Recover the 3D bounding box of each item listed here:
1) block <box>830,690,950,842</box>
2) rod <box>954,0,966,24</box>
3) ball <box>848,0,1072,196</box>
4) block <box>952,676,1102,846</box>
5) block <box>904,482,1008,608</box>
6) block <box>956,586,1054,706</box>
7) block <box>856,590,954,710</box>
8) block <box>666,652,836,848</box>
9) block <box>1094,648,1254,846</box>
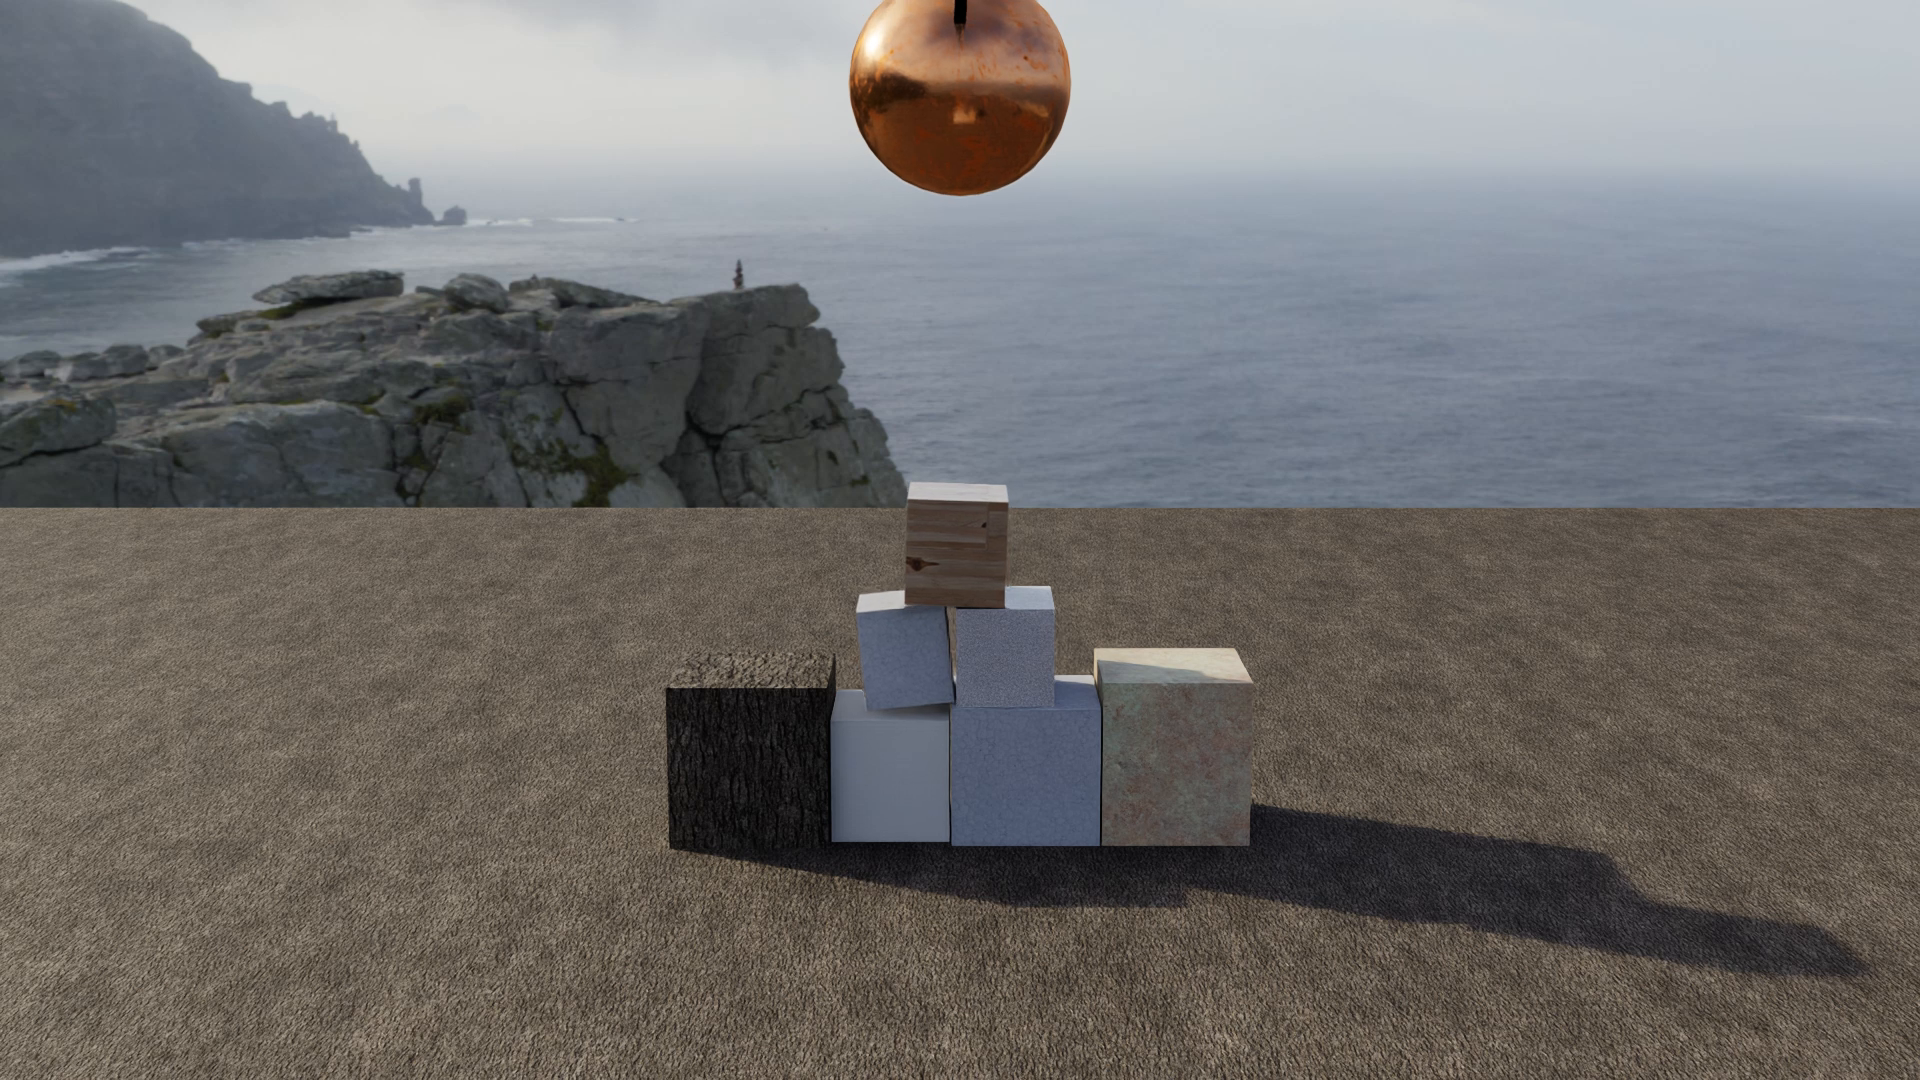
[{"bbox_3d":[-0.352,1.162,11.408,0.598,0.632,0.639,0,10,0],"label":"block"},{"bbox_3d":[0.000,-4.512,12.608,0.080,0.080,5.200,0,-21,0],"label":"rod"},{"bbox_3d":[0.000,-3.272,15.774,1.600,1.600,1.600,0,10,0],"label":"ball"},{"bbox_3d":[0.330,1.130,11.377,0.748,0.707,0.724,0,10,0],"label":"block"},{"bbox_3d":[-0.018,0.019,11.172,0.497,0.534,0.577,2,10,0],"label":"block"},{"bbox_3d":[0.227,0.538,11.258,0.490,0.499,0.576,0,10,0],"label":"block"},{"bbox_3d":[-0.275,0.552,11.282,0.444,0.510,0.445,-6,10,1],"label":"block"},{"bbox_3d":[-1.060,1.071,11.357,0.799,0.829,0.785,0,10,0],"label":"block"},{"bbox_3d":[1.087,1.059,11.390,0.746,0.842,0.766,0,10,0],"label":"block"}]
